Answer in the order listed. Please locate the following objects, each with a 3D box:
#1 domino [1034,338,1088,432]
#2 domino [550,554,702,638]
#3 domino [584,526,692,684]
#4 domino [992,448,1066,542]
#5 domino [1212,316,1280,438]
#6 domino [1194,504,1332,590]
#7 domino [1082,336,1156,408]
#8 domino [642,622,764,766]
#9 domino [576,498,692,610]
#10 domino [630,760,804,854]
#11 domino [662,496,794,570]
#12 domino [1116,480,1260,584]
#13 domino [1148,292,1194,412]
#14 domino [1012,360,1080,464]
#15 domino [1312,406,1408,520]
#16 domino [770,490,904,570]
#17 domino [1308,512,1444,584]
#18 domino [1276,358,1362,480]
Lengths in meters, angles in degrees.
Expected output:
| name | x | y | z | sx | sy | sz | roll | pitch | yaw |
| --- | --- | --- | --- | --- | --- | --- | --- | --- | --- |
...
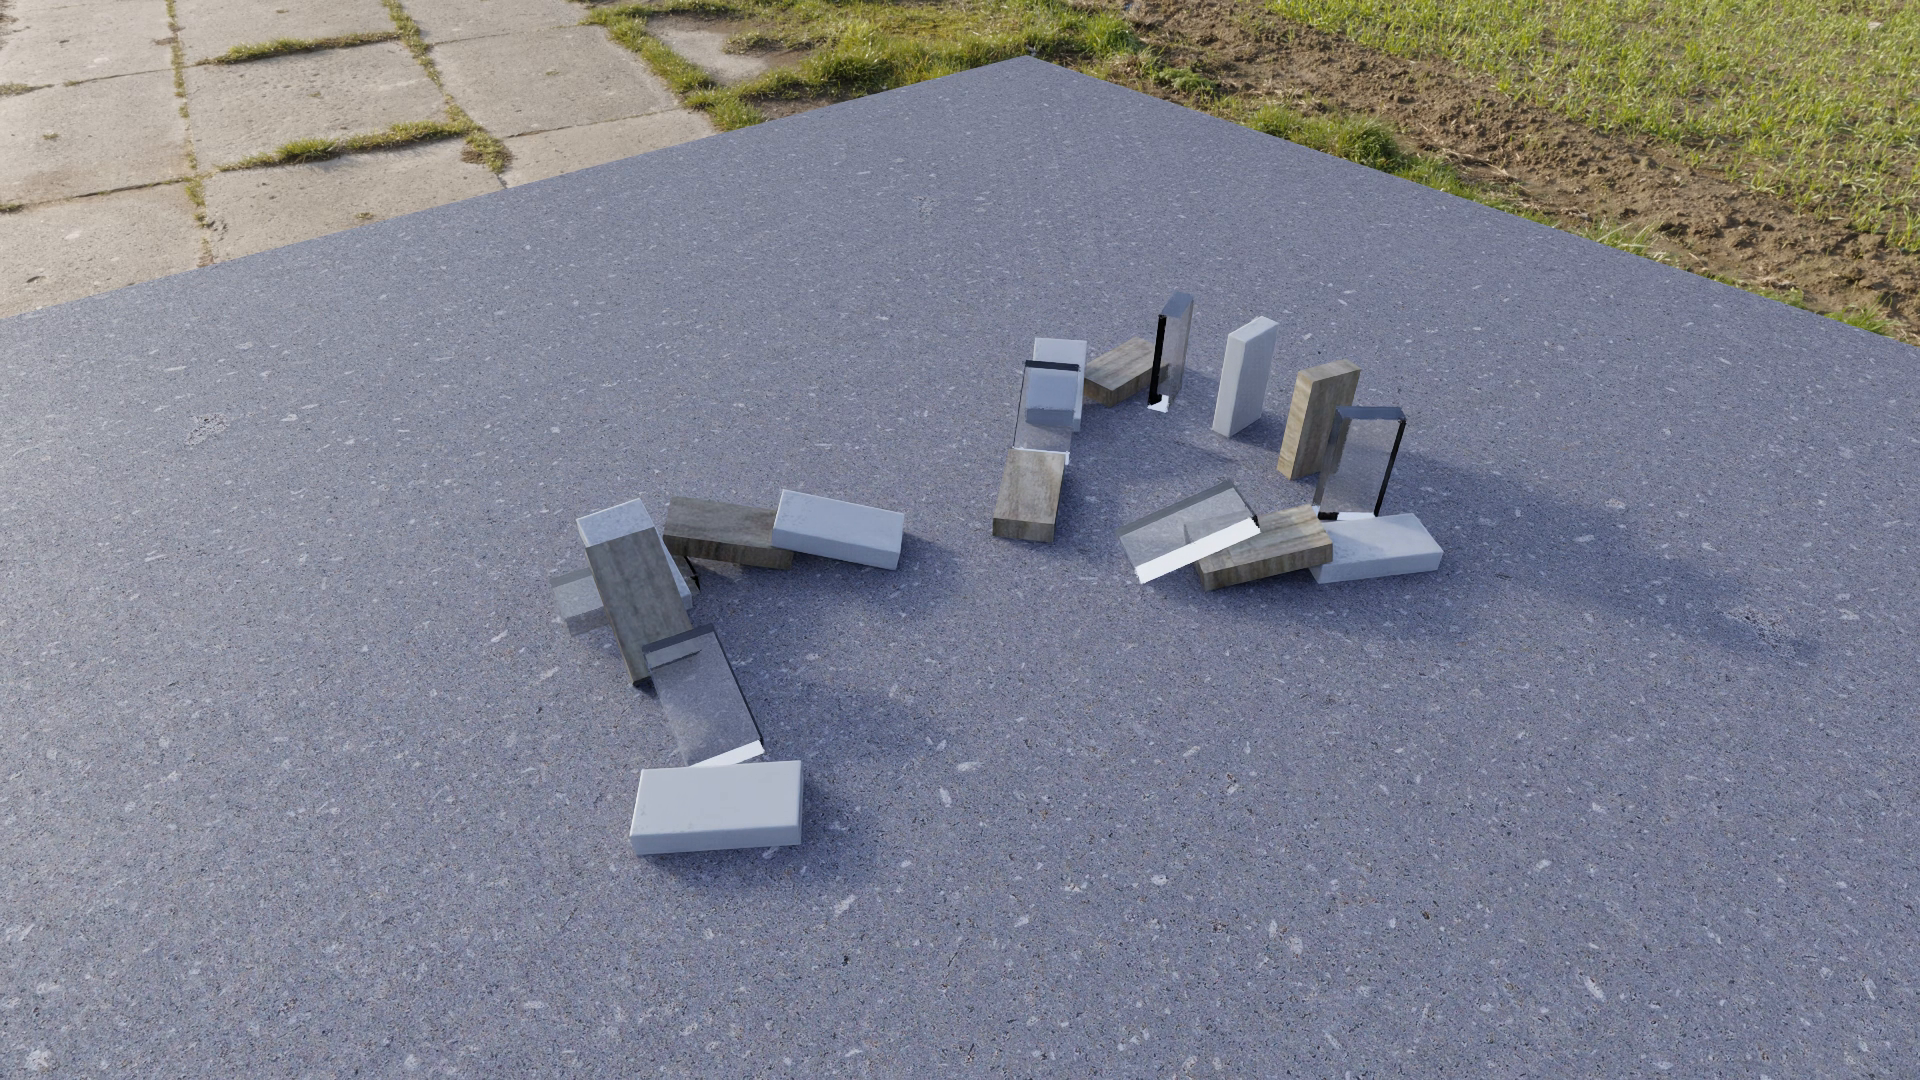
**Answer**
| name | x | y | z | sx | sy | sz | roll | pitch | yaw |
| --- | --- | --- | --- | --- | --- | --- | --- | --- | --- |
| domino | 0.046 | -0.074 | 0.524 | 0.025 | 0.009 | 0.050 | 5 | 55 | 6 |
| domino | -0.128 | 0.018 | 0.422 | 0.050 | 0.010 | 0.025 | -20 | 43 | -22 |
| domino | -0.113 | 0.023 | 0.392 | 0.025 | 0.009 | 0.050 | -20 | 83 | -22 |
| domino | 0.030 | -0.020 | 0.467 | 0.025 | 0.010 | 0.050 | 6 | 40 | 7 |
| domino | 0.130 | -0.074 | 0.502 | 0.025 | 0.050 | 0.009 | -31 | 48 | -32 |
| domino | 0.117 | 0.003 | 0.432 | 0.050 | 0.009 | 0.025 | -13 | 40 | 3 |
| domino | 0.081 | -0.084 | 0.546 | 0.050 | 0.010 | 0.025 | -32 | 49 | -33 |
| domino | -0.087 | 0.053 | 0.370 | 0.025 | 0.009 | 0.050 | -18 | 55 | -21 |
| domino | -0.123 | 0.009 | 0.414 | 0.025 | 0.009 | 0.050 | -22 | 59 | -24 |
| domino | -0.075 | 0.083 | 0.342 | 0.050 | 0.010 | 0.025 | -3 | 39 | -3 |
| domino | -0.091 | -0.003 | 0.438 | 0.050 | 0.010 | 0.025 | 8 | 38 | -12 |
| domino | 0.089 | -0.004 | 0.434 | 0.050 | 0.010 | 0.025 | -24 | 39 | 4 |
| domino | 0.100 | -0.089 | 0.520 | 0.010 | 0.050 | 0.025 | 17 | 42 | 19 |
| domino | 0.040 | -0.059 | 0.502 | 0.025 | 0.010 | 0.050 | 6 | 60 | 6 |
| domino | 0.162 | -0.031 | 0.449 | 0.025 | 0.050 | 0.009 | 1 | 39 | 1 |
| domino | -0.048 | -0.004 | 0.440 | 0.050 | 0.010 | 0.025 | 11 | 39 | -7 |
| domino | 0.163 | 0.003 | 0.440 | 0.050 | 0.009 | 0.025 | -6 | 40 | -7 |
| domino | 0.154 | -0.052 | 0.474 | 0.025 | 0.050 | 0.010 | -16 | 42 | -19 |
